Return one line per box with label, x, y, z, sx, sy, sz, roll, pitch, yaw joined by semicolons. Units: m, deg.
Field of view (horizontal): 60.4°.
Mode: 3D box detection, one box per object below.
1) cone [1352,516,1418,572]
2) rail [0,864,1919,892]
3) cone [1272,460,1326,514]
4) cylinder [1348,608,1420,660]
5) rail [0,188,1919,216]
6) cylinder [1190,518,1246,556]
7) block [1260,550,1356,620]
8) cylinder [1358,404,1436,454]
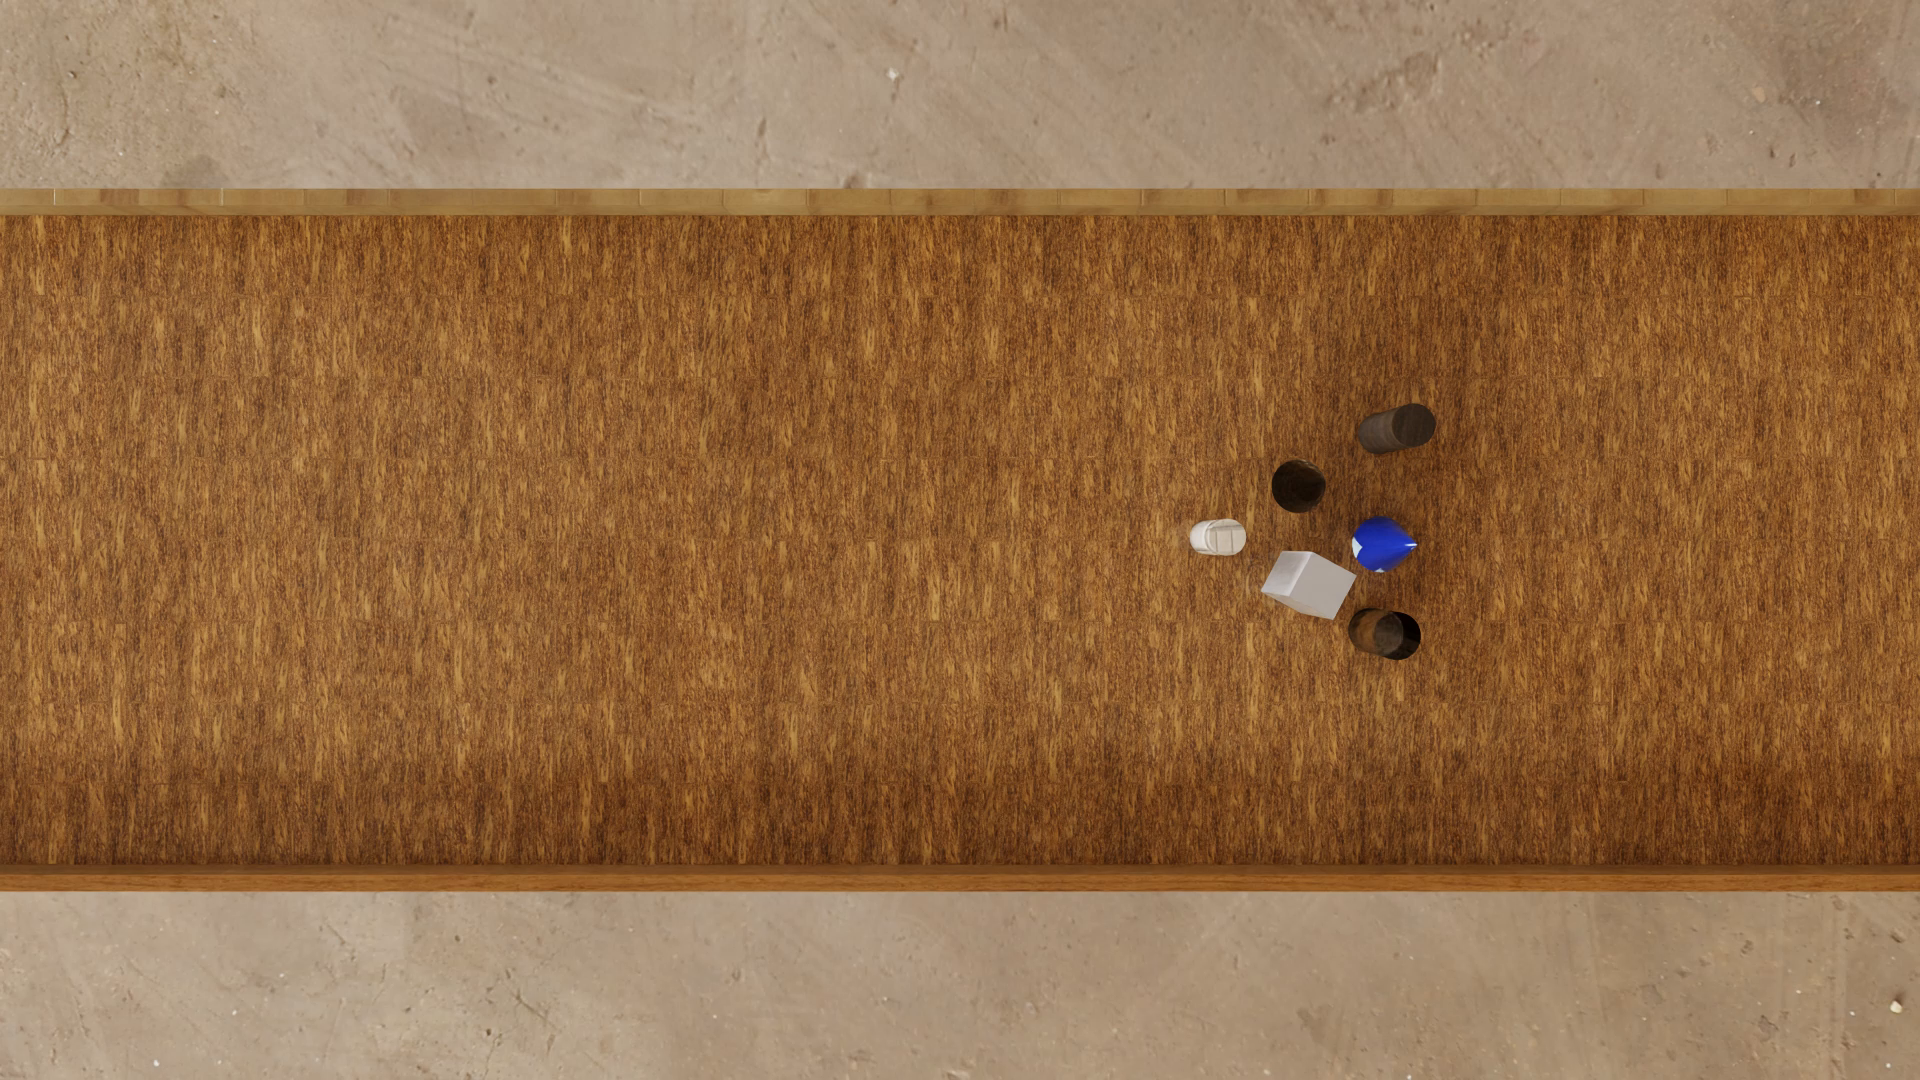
cone;1.295;0.013;4.869;0.174;0.414;0.174;0;90;0
rail;-2.247;1.025;5.001;12.000;0.150;0.050;0;90;0
cone;1.042;-0.166;4.889;0.167;0.375;0.167;0;90;0
cylinder;1.264;0.278;4.924;0.140;0.306;0.140;0;90;0
rail;-2.247;-1.025;5.002;12.000;0.150;0.050;0;90;0
cylinder;0.759;-0.008;4.876;0.105;0.400;0.105;0;90;0
block;1.020;0.129;4.857;0.142;0.439;0.142;28;90;0
cylinder;1.288;-0.326;4.879;0.124;0.395;0.124;0;90;0
